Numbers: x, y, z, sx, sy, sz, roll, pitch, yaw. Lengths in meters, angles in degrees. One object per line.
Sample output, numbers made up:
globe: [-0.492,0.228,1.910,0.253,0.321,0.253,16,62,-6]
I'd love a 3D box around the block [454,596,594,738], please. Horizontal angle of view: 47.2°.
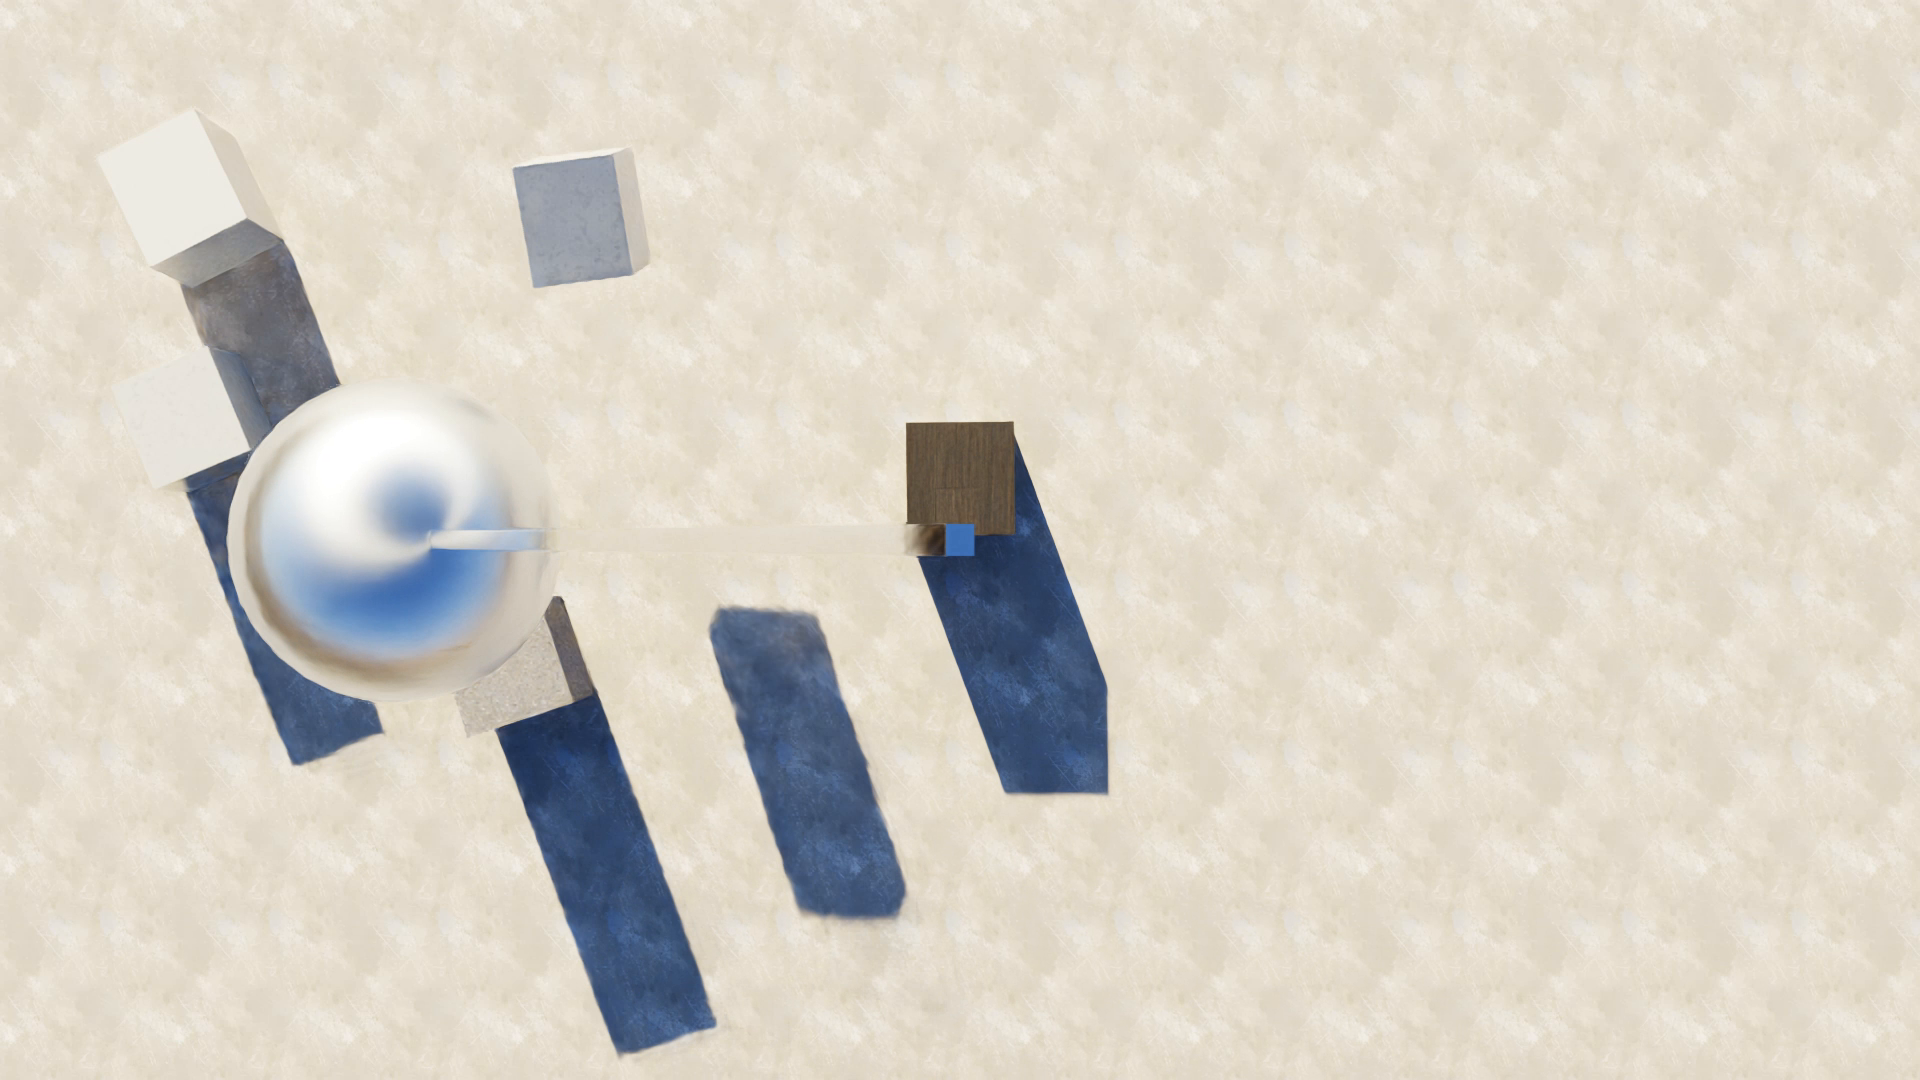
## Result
block: [-2.555,0.716,12.652,0.625,0.696,0.615,-18,90,0]

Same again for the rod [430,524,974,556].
rod: [-1.197,0.000,7.793,0.080,5.200,0.080,0,90,-27]

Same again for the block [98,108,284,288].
block: [-4.415,-1.957,12.659,0.612,0.631,0.703,-27,86,0]

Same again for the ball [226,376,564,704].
ball: [-2.762,0.000,10.811,1.600,1.600,1.600,0,90,0]

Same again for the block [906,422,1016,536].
block: [0.003,-0.348,12.727,0.613,0.546,0.642,-1,90,0]

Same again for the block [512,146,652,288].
block: [-2.039,-1.754,11.908,0.542,0.564,0.643,-7,104,4]

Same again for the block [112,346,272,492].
block: [-4.401,-0.688,12.708,0.590,0.583,0.635,-23,90,0]
